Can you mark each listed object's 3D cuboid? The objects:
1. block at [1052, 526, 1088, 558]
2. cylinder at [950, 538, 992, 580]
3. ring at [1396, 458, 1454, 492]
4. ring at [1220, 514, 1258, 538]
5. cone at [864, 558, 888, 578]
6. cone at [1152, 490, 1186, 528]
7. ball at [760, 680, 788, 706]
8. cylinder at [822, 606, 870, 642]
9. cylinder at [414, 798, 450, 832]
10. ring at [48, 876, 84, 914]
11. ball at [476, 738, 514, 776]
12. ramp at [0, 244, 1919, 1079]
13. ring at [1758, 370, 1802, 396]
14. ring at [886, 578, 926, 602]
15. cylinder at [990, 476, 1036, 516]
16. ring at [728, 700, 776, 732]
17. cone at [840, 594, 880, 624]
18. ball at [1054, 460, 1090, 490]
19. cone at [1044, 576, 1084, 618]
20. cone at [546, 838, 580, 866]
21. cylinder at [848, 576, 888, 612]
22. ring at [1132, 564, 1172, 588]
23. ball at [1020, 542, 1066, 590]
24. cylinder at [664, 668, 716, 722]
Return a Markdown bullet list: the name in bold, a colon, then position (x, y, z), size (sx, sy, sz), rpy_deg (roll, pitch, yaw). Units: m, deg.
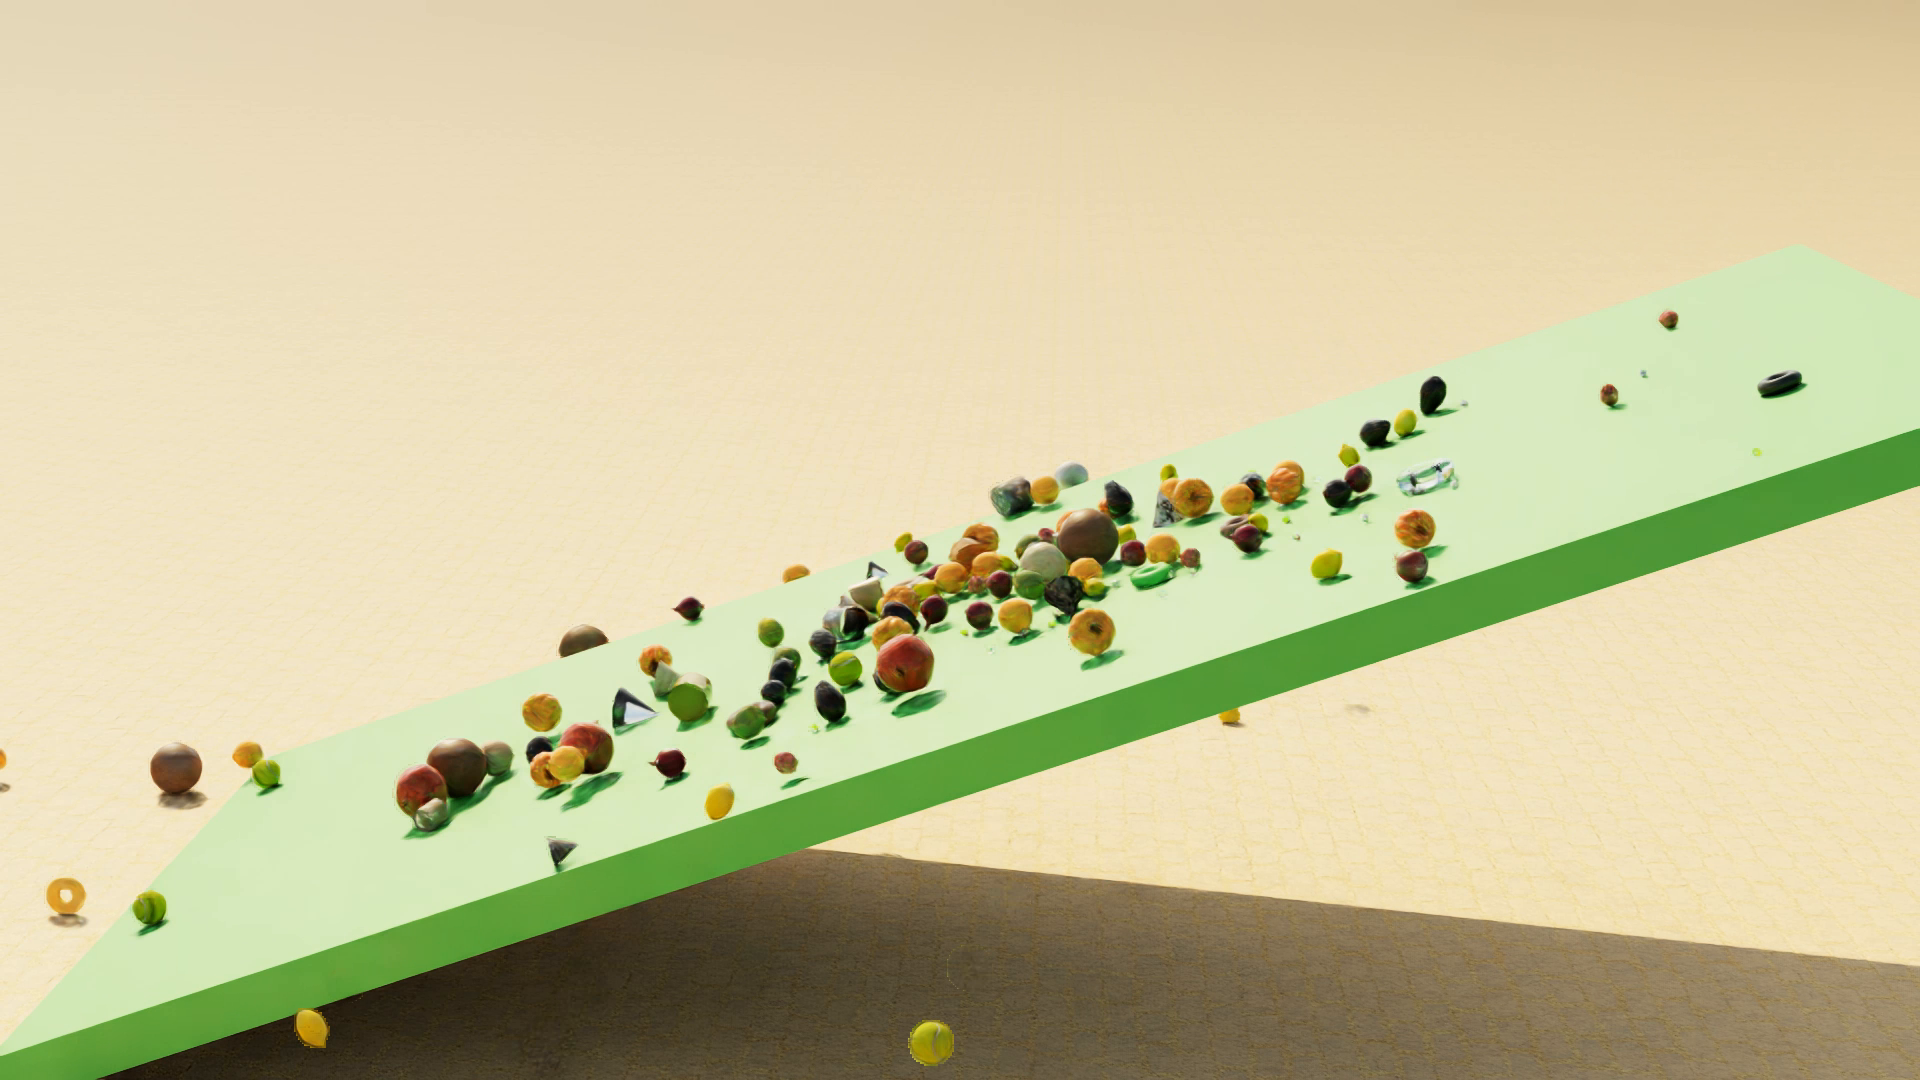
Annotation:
- **block**: position (0.243, 0.005, 6.519), size (0.052, 0.052, 0.052), rpy_deg (-24, 12, -23)
- **cylinder**: position (0.023, 0.044, 6.619), size (0.084, 0.084, 0.084), rpy_deg (-2, 9, -9)
- **ring**: position (0.948, -0.133, 5.990), size (0.123, 0.041, 0.123), rpy_deg (-21, 7, 3)
- **ring**: position (0.584, -0.029, 6.154), size (0.084, 0.028, 0.084), rpy_deg (-19, 12, 4)
- **cone**: position (-0.191, 0.078, 6.991), size (0.055, 0.055, 0.055), rpy_deg (33, 21, 11)
- **cone**: position (0.449, -0.076, 6.484), size (0.077, 0.077, 0.077), rpy_deg (-19, 11, 4)
- **ball**: position (-0.386, 0.316, 6.092), size (0.054, 0.054, 0.054), rpy_deg (0, 12, 0)
- **cylinder**: position (-0.250, 0.184, 6.442), size (0.076, 0.076, 0.076), rpy_deg (-8, 4, -33)
- **cylinder**: position (-1.094, 0.570, 6.087), size (0.053, 0.053, 0.053), rpy_deg (7, 31, 29)
- **ring**: position (-2.002, 0.795, 6.587), size (0.088, 0.088, 0.029), rpy_deg (5, -19, 23)
- **ball**: position (-1.005, 0.470, 6.350), size (0.081, 0.081, 0.081), rpy_deg (0, 12, 0)
- **ramp**: position (0.110, 0.179, 6.302), size (4.000, 0.100, 2.000), rpy_deg (-19, 11, 6)
- **ring**: position (1.598, -0.307, 5.734), size (0.089, 0.030, 0.089), rpy_deg (-21, 8, 3)
- **ring**: position (-0.122, 0.113, 6.682), size (0.098, 0.033, 0.098), rpy_deg (-20, 11, 4)
- **cylinder**: position (0.129, -0.107, 7.186), size (0.078, 0.078, 0.078), rpy_deg (-25, 23, -27)
- **ring**: position (-0.424, 0.360, 5.993), size (0.108, 0.036, 0.108), rpy_deg (-20, 11, 4)
- **cone**: position (-0.222, 0.171, 6.544), size (0.092, 0.092, 0.092), rpy_deg (9, 13, 4)
- **ball**: position (0.278, -0.154, 7.312), size (0.087, 0.087, 0.087), rpy_deg (0, 12, 0)
- **cone**: position (0.220, 0.131, 5.956), size (0.084, 0.084, 0.084), rpy_deg (-3, 42, -15)
- **cone**: position (-0.732, 0.572, 5.458), size (0.057, 0.057, 0.057), rpy_deg (-15, 15, -8)
- **cylinder**: position (-0.208, 0.126, 6.660), size (0.072, 0.072, 0.072), rpy_deg (-19, 12, 2)
- **ring**: position (0.391, 0.072, 5.997), size (0.087, 0.029, 0.087), rpy_deg (-18, 12, 4)
- **ball**: position (0.177, 0.055, 6.261), size (0.100, 0.100, 0.100), rpy_deg (0, 12, 0)
- **cylinder**: position (-0.573, 0.333, 6.251), size (0.085, 0.085, 0.085), rpy_deg (5, 39, 20)
